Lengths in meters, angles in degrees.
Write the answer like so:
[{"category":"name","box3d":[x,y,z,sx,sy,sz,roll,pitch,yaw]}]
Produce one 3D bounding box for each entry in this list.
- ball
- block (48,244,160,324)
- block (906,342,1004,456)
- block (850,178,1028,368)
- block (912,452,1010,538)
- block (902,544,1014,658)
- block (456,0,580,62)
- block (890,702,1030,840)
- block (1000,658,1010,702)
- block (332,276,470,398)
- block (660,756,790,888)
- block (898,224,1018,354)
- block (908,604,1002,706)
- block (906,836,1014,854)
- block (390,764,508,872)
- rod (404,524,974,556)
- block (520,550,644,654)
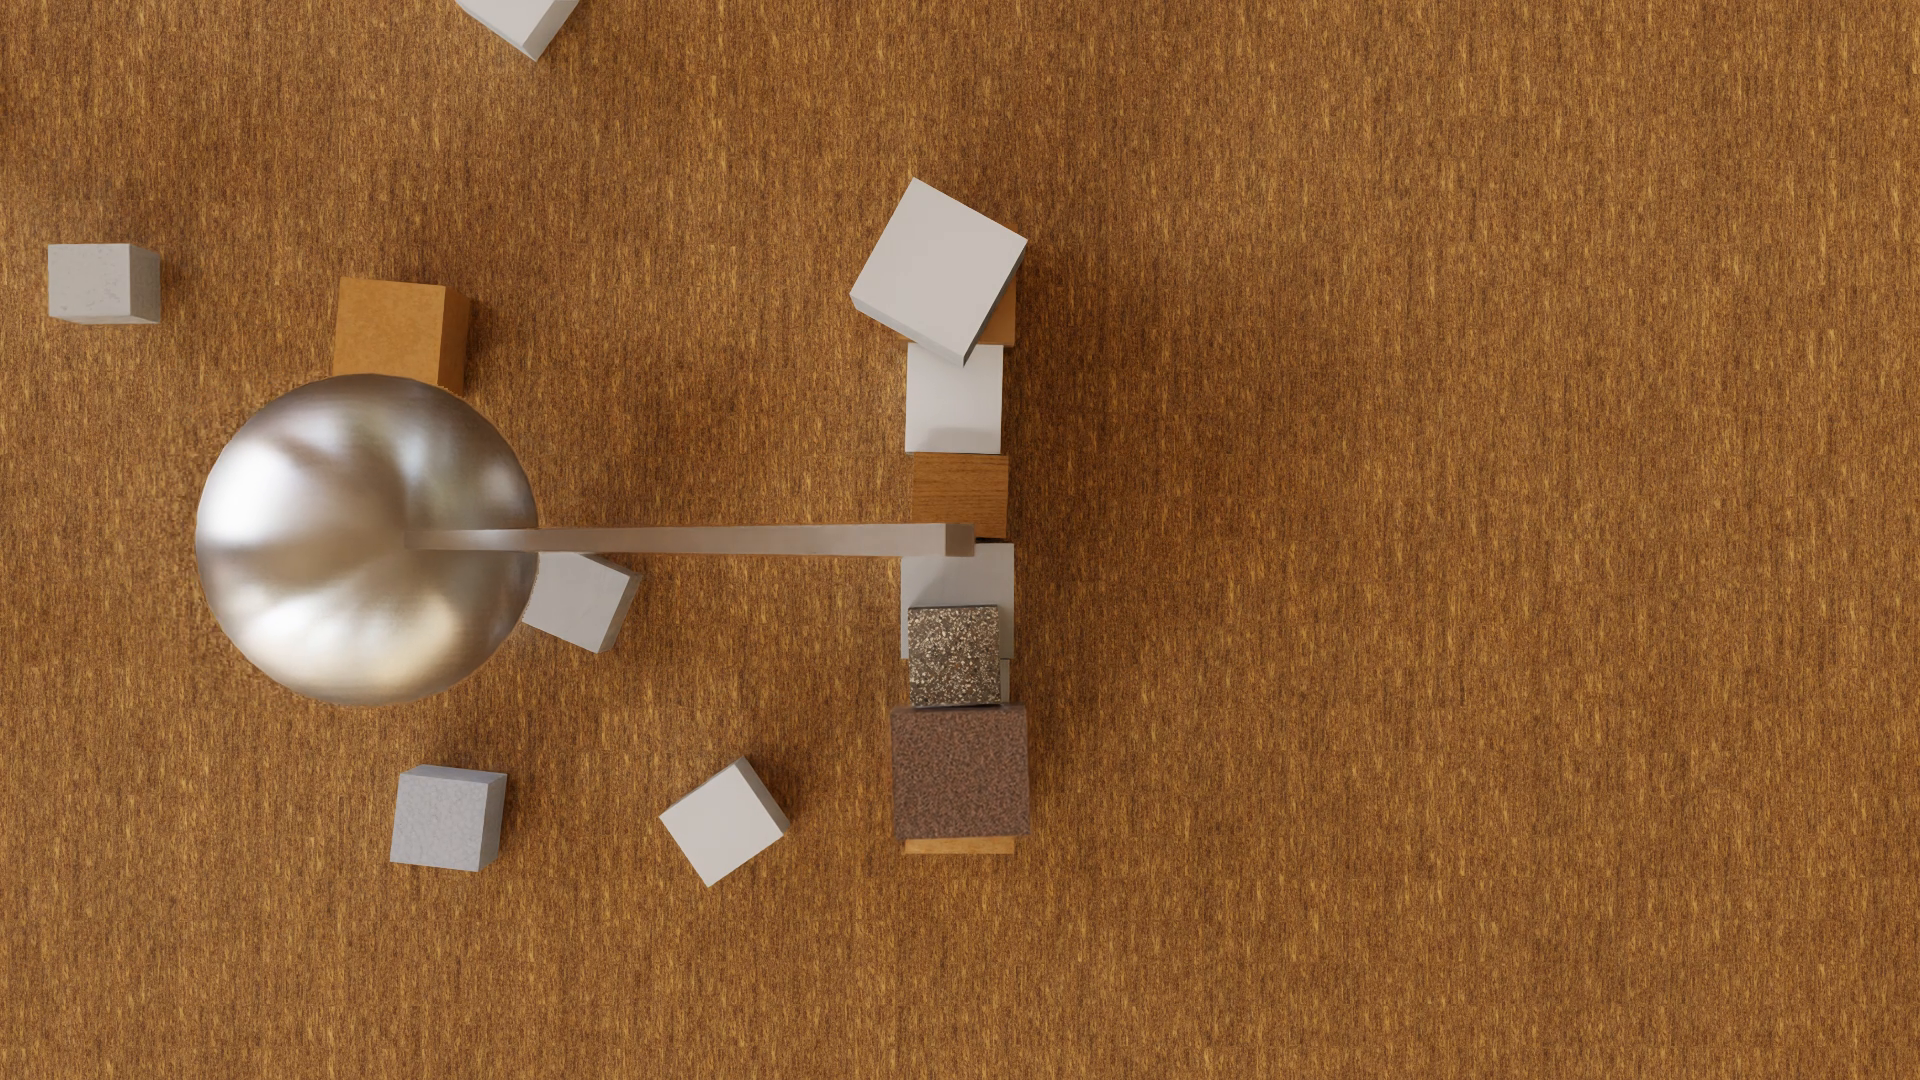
[{"category":"ball","box3d":[-2.822,0.000,10.540,1.600,1.600,1.600,0,90,0]},{"category":"block","box3d":[-4.959,-1.482,12.761,0.463,0.477,0.408,-1,90,0]},{"category":"block","box3d":[-0.033,-0.805,12.744,0.541,0.512,0.619,2,90,0]},{"category":"block","box3d":[-0.113,-1.435,11.927,0.686,0.751,0.702,29,90,0]},{"category":"block","box3d":[0.001,-0.254,12.709,0.539,0.582,0.467,3,90,0]},{"category":"block","box3d":[-0.014,0.345,12.720,0.639,0.560,0.652,0,90,0]},{"category":"block","box3d":[-2.570,-3.186,12.790,0.522,0.420,0.512,36,90,0]},{"category":"block","box3d":[0.002,1.254,12.039,0.726,0.601,0.674,-2,90,0]},{"category":"block","box3d":[0.017,0.907,12.765,0.531,0.471,0.454,0,90,0]},{"category":"block","box3d":[-3.215,-1.155,12.686,0.594,0.629,0.603,5,90,0]},{"category":"block","box3d":[-1.354,1.622,12.735,0.522,0.529,0.491,-35,90,0]},{"category":"block","box3d":[-0.012,-1.445,12.651,0.652,0.698,0.663,2,90,0]},{"category":"block","box3d":[-0.031,0.636,12.212,0.495,0.456,0.527,-2,90,0]},{"category":"block","box3d":[0.000,1.451,12.670,0.611,0.661,0.616,0,90,0]},{"category":"block","box3d":[-2.956,1.604,12.737,0.505,0.527,0.503,7,90,0]},{"category":"rod","box3d":[-1.223,0.000,7.540,0.080,5.200,0.080,0,90,-28]},{"category":"block","box3d":[-2.231,0.312,12.736,0.581,0.528,0.476,23,90,0]}]
